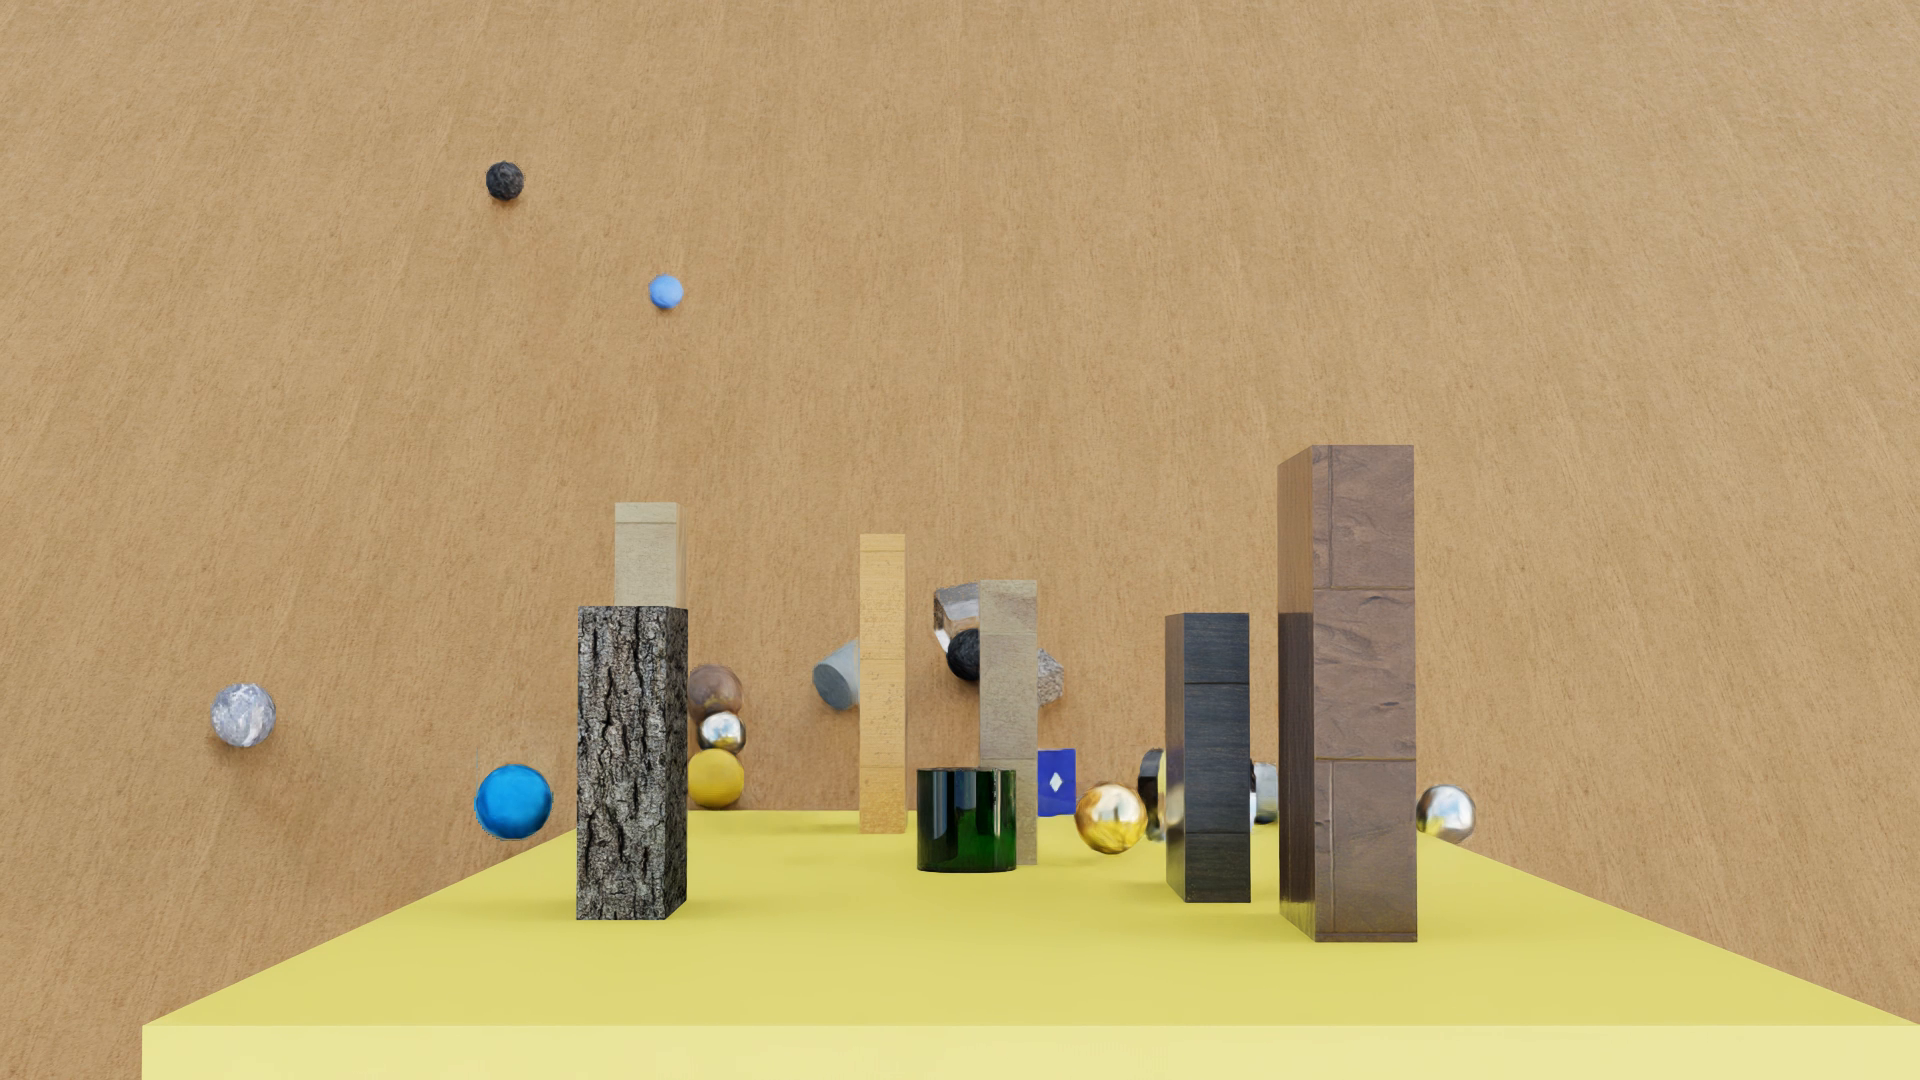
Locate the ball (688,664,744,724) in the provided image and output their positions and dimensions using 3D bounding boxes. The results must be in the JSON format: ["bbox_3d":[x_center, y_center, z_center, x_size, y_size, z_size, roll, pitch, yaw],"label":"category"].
[{"bbox_3d":[-0.693,0.436,7.285,0.173,0.173,0.173,0,37,0],"label":"ball"}]

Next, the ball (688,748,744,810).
[{"bbox_3d":[-0.662,0.644,7.006,0.164,0.164,0.164,0,37,0],"label":"ball"}]

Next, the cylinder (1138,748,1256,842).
[{"bbox_3d":[0.525,0.565,5.752,0.207,0.207,0.207,-2,34,24],"label":"cylinder"}]

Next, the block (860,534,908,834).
[{"bbox_3d":[-0.181,0.342,6.244,0.105,0.697,0.385,0,-3,0],"label":"block"}]

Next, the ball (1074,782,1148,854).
[{"bbox_3d":[0.306,0.563,5.272,0.148,0.148,0.148,0,37,0],"label":"ball"}]

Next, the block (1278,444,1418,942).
[{"bbox_3d":[0.589,0.231,3.994,0.148,0.722,0.423,0,-3,0],"label":"block"}]

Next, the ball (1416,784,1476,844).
[{"bbox_3d":[1.162,0.658,6.228,0.149,0.149,0.149,0,37,0],"label":"ball"}]

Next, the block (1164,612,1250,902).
[{"bbox_3d":[0.433,0.375,4.578,0.110,0.487,0.409,0,-3,0],"label":"block"}]

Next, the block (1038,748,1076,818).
[{"bbox_3d":[0.182,0.629,6.770,0.169,0.169,0.169,-2,-3,38],"label":"block"}]

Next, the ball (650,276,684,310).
[{"bbox_3d":[-1.023,-0.863,9.064,0.117,0.117,0.117,0,37,0],"label":"ball"}]

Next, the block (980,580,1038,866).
[{"bbox_3d":[0.097,0.368,5.308,0.113,0.565,0.311,0,-3,0],"label":"block"}]

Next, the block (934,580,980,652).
[{"bbox_3d":[0.020,0.236,7.569,0.152,0.152,0.152,-12,39,-16],"label":"block"}]

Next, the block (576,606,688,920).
[{"bbox_3d":[-0.533,0.357,4.257,0.139,0.493,0.332,0,-3,0],"label":"block"}]

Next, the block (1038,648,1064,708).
[{"bbox_3d":[0.218,0.394,7.393,0.109,0.109,0.109,-22,42,-27],"label":"block"}]

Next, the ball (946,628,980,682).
[{"bbox_3d":[0.036,0.330,7.447,0.150,0.150,0.150,0,37,0],"label":"ball"}]

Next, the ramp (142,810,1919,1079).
[{"bbox_3d":[0.081,0.683,4.920,2.000,0.100,4.000,0,-3,0],"label":"ramp"}]

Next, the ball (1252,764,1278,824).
[{"bbox_3d":[0.741,0.623,6.387,0.150,0.150,0.150,0,37,0],"label":"ball"}]

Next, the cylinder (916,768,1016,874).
[{"bbox_3d":[0.012,0.542,5.053,0.193,0.193,0.193,0,-3,0],"label":"cylinder"}]

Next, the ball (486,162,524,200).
[{"bbox_3d":[-1.692,-1.336,9.673,0.143,0.143,0.143,0,37,0],"label":"ball"}]

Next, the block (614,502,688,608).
[{"bbox_3d":[-0.736,0.303,6.198,0.143,0.772,0.246,0,-3,0],"label":"block"}]

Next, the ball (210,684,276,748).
[{"bbox_3d":[-1.986,0.487,7.215,0.176,0.176,0.176,0,37,0],"label":"ball"}]

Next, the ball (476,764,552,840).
[{"bbox_3d":[-1.171,0.688,6.836,0.197,0.197,0.197,0,37,0],"label":"ball"}]

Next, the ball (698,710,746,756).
[{"bbox_3d":[-0.656,0.538,7.174,0.137,0.137,0.137,0,37,0],"label":"ball"}]

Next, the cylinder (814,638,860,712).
[{"bbox_3d":[-0.308,0.382,7.374,0.153,0.153,0.153,28,45,32],"label":"cylinder"}]
